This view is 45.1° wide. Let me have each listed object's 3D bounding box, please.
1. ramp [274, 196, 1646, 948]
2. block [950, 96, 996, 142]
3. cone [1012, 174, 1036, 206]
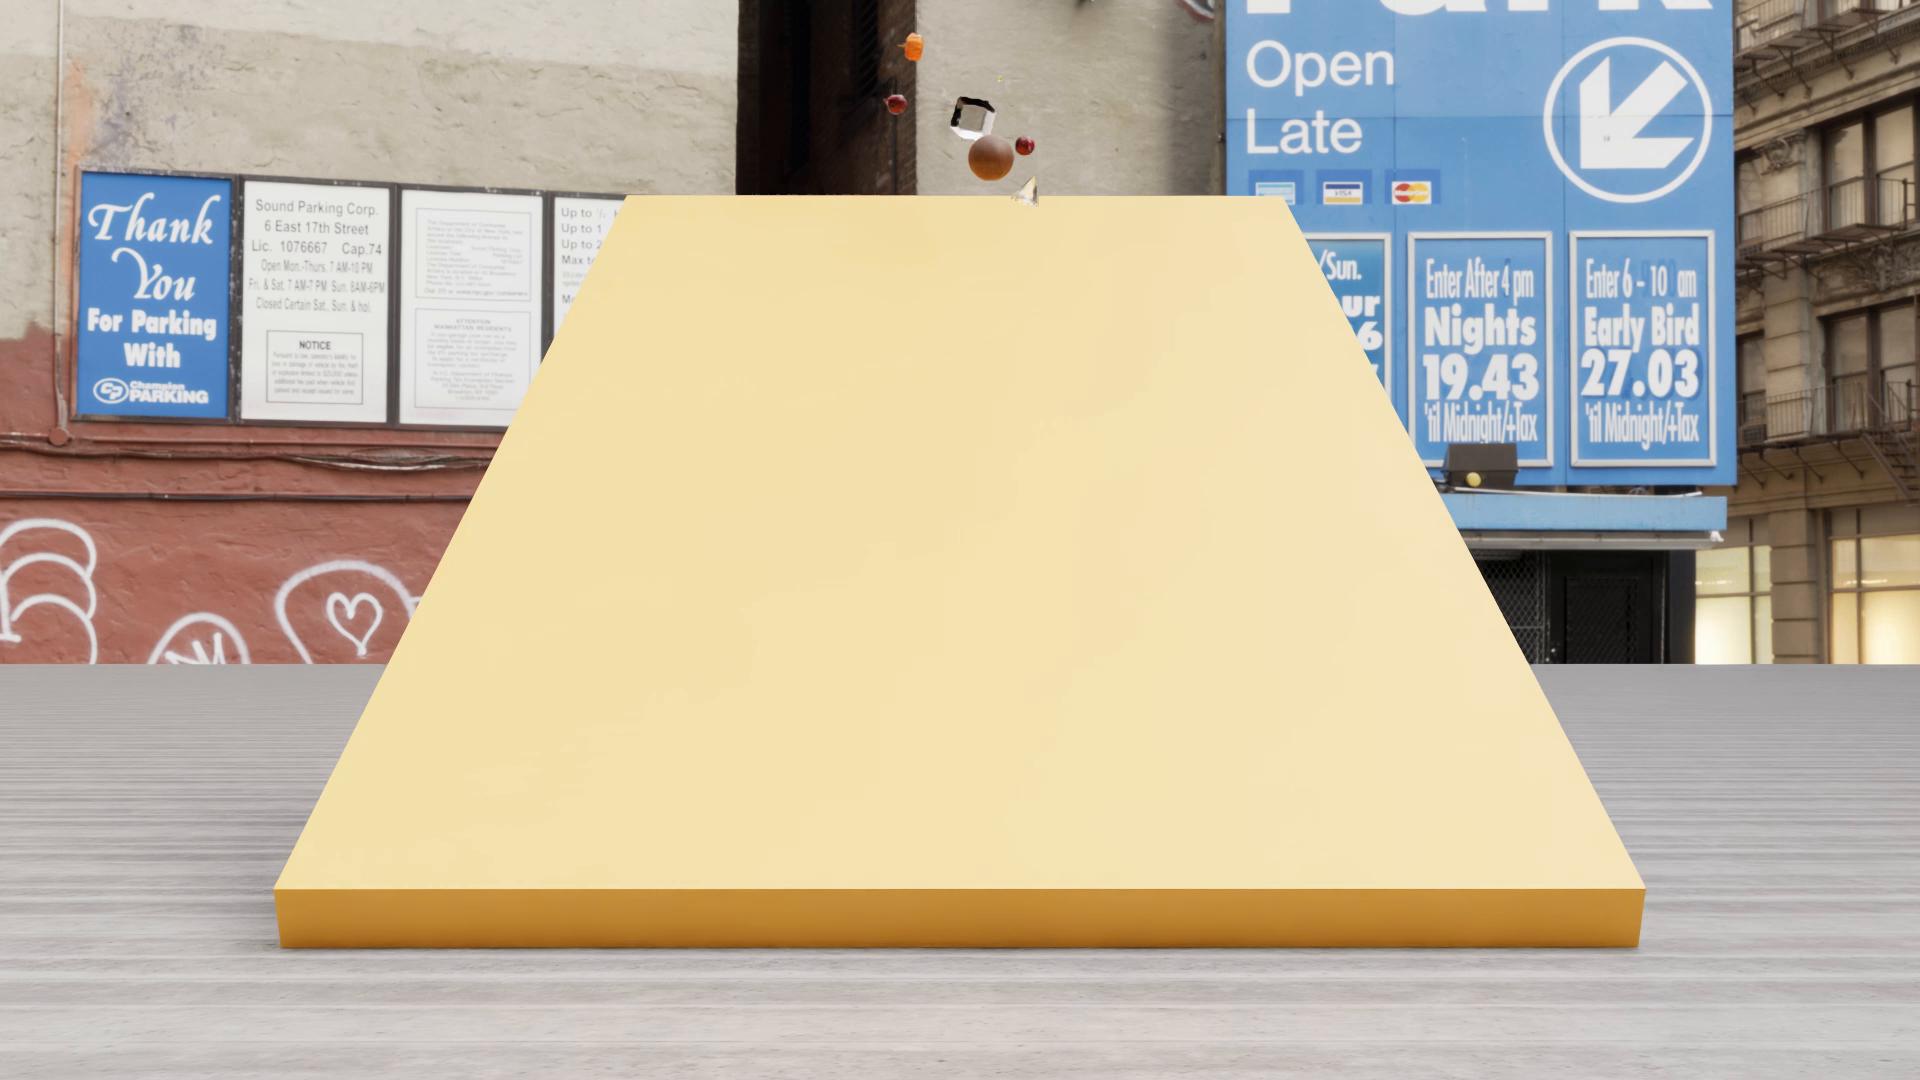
[{"bbox_3d":[-0.007,-0.225,5.227,2.000,0.100,4.000,0,23,0],"label":"ramp"},{"bbox_3d":[0.039,-1.232,6.765,0.092,0.092,0.092,13,-7,19],"label":"block"},{"bbox_3d":[0.209,-1.056,6.917,0.082,0.082,0.082,23,2,-1],"label":"cone"}]
